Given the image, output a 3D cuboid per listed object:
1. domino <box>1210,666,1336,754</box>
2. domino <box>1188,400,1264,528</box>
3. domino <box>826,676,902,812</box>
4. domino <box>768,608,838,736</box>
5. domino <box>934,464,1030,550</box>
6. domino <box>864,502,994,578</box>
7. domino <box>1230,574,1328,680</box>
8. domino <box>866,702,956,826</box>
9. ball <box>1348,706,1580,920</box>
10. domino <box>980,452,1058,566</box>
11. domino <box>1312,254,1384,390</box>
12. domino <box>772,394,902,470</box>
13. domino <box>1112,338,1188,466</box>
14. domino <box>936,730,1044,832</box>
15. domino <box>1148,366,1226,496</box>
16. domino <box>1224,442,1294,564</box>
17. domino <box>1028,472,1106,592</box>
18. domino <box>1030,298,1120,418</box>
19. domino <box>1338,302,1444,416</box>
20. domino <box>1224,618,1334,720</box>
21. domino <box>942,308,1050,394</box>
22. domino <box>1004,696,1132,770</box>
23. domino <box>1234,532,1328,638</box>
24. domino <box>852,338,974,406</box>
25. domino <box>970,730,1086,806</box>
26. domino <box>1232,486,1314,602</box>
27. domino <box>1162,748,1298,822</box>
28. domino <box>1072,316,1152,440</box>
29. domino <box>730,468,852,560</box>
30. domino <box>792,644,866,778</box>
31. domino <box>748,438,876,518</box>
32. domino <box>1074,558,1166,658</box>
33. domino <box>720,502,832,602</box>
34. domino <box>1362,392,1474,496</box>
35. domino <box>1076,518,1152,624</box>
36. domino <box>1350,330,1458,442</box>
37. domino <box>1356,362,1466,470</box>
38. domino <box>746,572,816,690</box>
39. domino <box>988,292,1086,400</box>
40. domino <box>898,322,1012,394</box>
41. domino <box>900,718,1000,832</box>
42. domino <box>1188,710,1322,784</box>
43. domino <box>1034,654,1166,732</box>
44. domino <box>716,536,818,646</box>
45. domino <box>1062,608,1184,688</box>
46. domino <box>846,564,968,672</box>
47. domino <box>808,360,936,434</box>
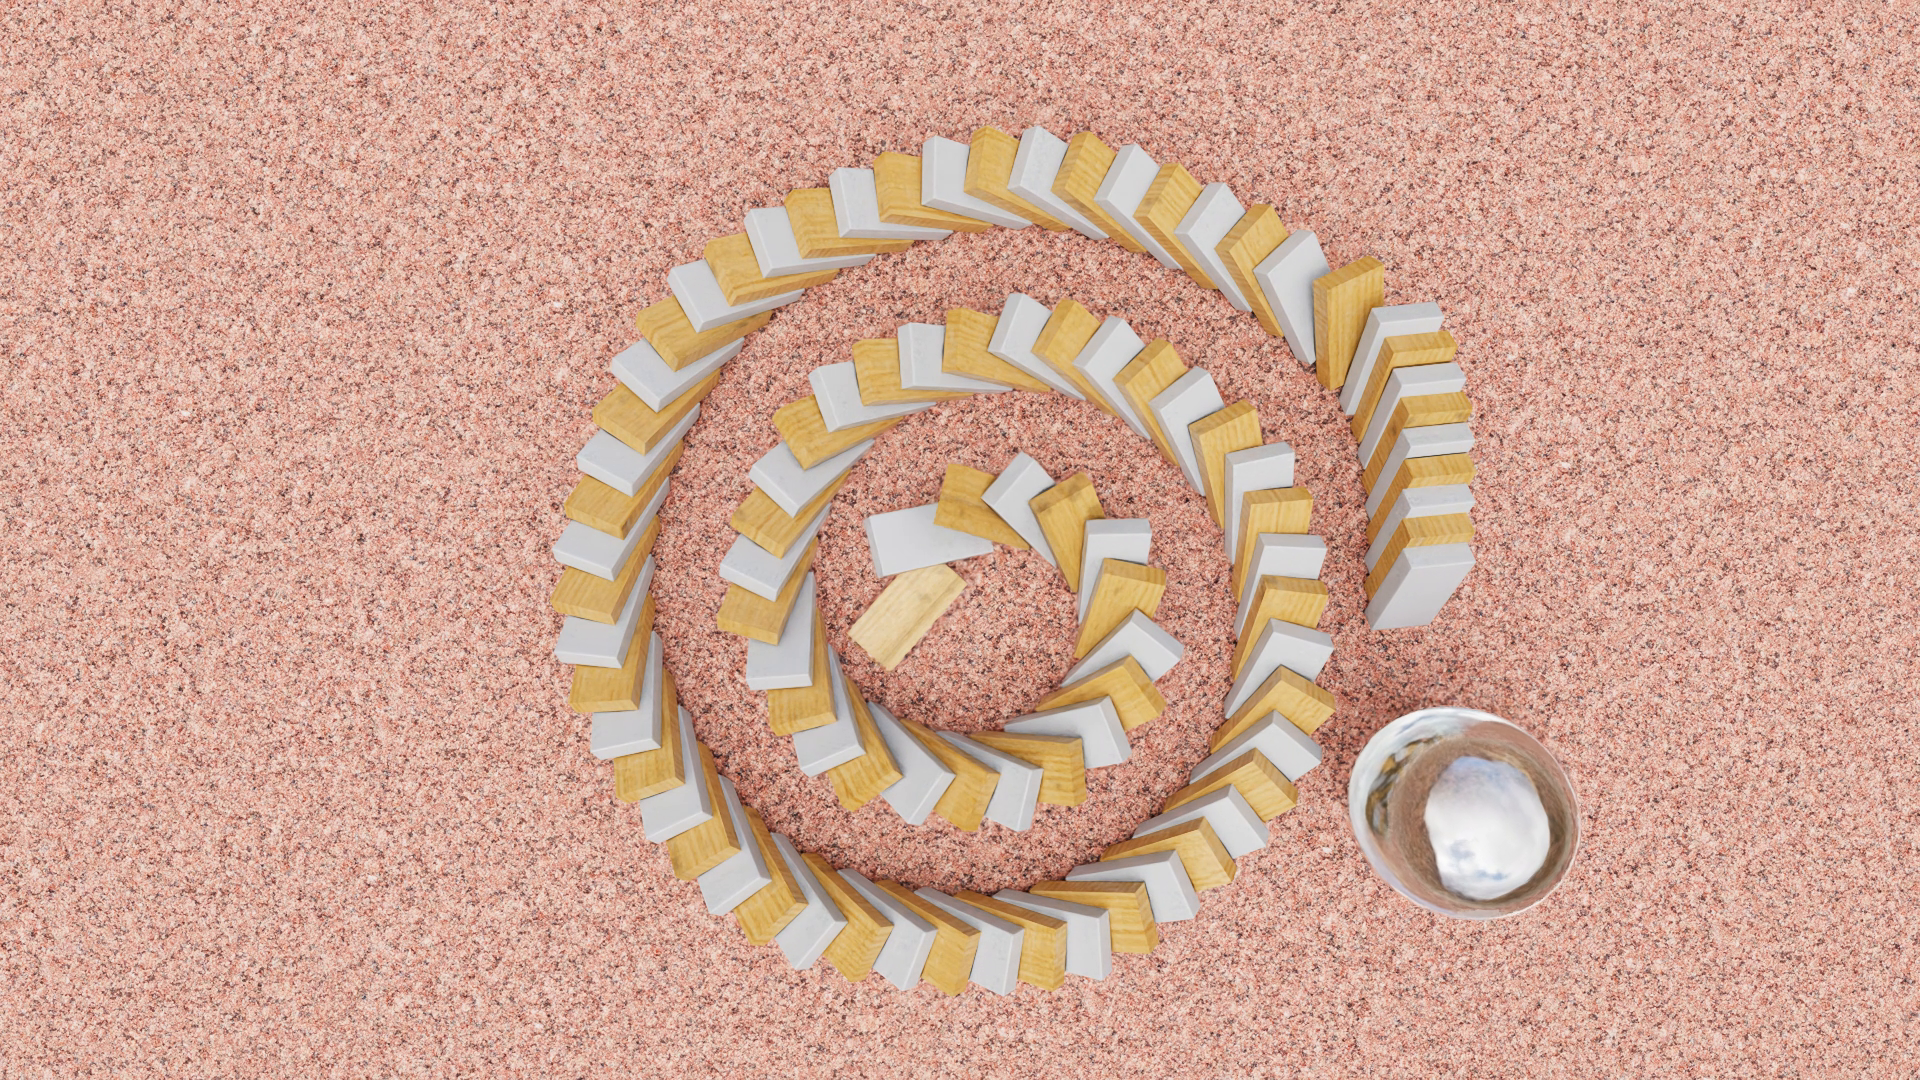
[{"bbox_3d":[0.129,0.077,0.382,0.025,0.010,0.050,29,125,0],"label":"domino"},{"bbox_3d":[0.113,-0.031,0.381,0.025,0.010,0.050,-25,126,0],"label":"domino"},{"bbox_3d":[-0.046,0.084,0.381,0.025,0.010,0.050,-35,52,0],"label":"domino"},{"bbox_3d":[-0.067,0.054,0.381,0.025,0.009,0.050,-14,53,0],"label":"domino"},{"bbox_3d":[0.012,-0.013,0.379,0.010,0.050,0.025,13,89,44],"label":"domino"},{"bbox_3d":[-0.013,-0.002,0.385,0.050,0.009,0.025,-12,85,-22],"label":"domino"},{"bbox_3d":[0.132,0.038,0.382,0.025,0.010,0.050,6,125,0],"label":"domino"},{"bbox_3d":[-0.027,0.092,0.381,0.050,0.010,0.025,35,90,38],"label":"domino"},{"bbox_3d":[0.196,0.106,0.360,0.080,0.080,0.080,0,90,0],"label":"ball"},{"bbox_3d":[0.033,-0.012,0.380,0.025,0.009,0.050,-49,133,0],"label":"domino"},{"bbox_3d":[0.161,-0.089,0.379,0.025,0.009,0.050,-25,133,-1],"label":"domino"},{"bbox_3d":[-0.050,-0.051,0.381,0.050,0.010,0.025,-32,90,-37],"label":"domino"},{"bbox_3d":[0.087,-0.057,0.382,0.025,0.009,0.050,-43,125,0],"label":"domino"},{"bbox_3d":[0.009,0.099,0.381,0.050,0.010,0.025,13,91,38],"label":"domino"},{"bbox_3d":[0.100,-0.045,0.382,0.025,0.009,0.050,-37,125,0],"label":"domino"},{"bbox_3d":[0.124,-0.015,0.382,0.025,0.010,0.050,-12,125,-1],"label":"domino"},{"bbox_3d":[0.049,-0.002,0.380,0.025,0.010,0.050,-29,131,0],"label":"domino"},{"bbox_3d":[0.055,-0.075,0.382,0.050,0.010,0.025,31,89,-36],"label":"domino"},{"bbox_3d":[0.176,-0.074,0.377,0.025,0.050,0.010,-6,53,0],"label":"domino"},{"bbox_3d":[0.132,0.057,0.382,0.025,0.009,0.050,15,125,0],"label":"domino"},{"bbox_3d":[0.017,-0.078,0.382,0.050,0.009,0.025,6,90,-36],"label":"domino"},{"bbox_3d":[0.044,0.083,0.381,0.050,0.010,0.025,-22,90,38],"label":"domino"},{"bbox_3d":[0.133,0.021,0.382,0.025,0.010,0.050,3,125,0],"label":"domino"},{"bbox_3d":[-0.019,-0.070,0.382,0.050,0.009,0.025,-10,90,-36],"label":"domino"},{"bbox_3d":[0.028,0.094,0.381,0.050,0.009,0.025,-5,90,39],"label":"domino"},{"bbox_3d":[0.129,0.003,0.382,0.025,0.009,0.050,-5,125,0],"label":"domino"},{"bbox_3d":[0.112,0.109,0.382,0.025,0.010,0.050,46,125,0],"label":"domino"},{"bbox_3d":[0.071,-0.067,0.382,0.050,0.010,0.025,39,90,-35],"label":"domino"},{"bbox_3d":[-0.070,-0.018,0.382,0.025,0.010,0.050,34,54,0],"label":"domino"},{"bbox_3d":[-0.058,0.070,0.381,0.025,0.009,0.050,-23,53,0],"label":"domino"},{"bbox_3d":[-0.061,-0.034,0.382,0.025,0.010,0.050,43,54,0],"label":"domino"},{"bbox_3d":[0.066,0.031,0.380,0.025,0.009,0.050,12,130,0],"label":"domino"},{"bbox_3d":[-0.076,-0.001,0.381,0.025,0.009,0.050,26,54,1],"label":"domino"},{"bbox_3d":[0.187,-0.039,0.377,0.025,0.050,0.009,-5,54,-1],"label":"domino"},{"bbox_3d":[0.063,0.013,0.380,0.025,0.010,0.050,-1,131,-1],"label":"domino"},{"bbox_3d":[0.181,-0.062,0.377,0.025,0.050,0.010,-6,53,0],"label":"domino"},{"bbox_3d":[0.184,-0.050,0.377,0.025,0.050,0.010,-6,54,0],"label":"domino"},{"bbox_3d":[-0.074,0.037,0.381,0.025,0.009,0.050,-4,53,0],"label":"domino"},{"bbox_3d":[0.037,-0.080,0.381,0.050,0.009,0.025,22,89,-36],"label":"domino"},{"bbox_3d":[-0.001,-0.075,0.382,0.050,0.009,0.025,-4,90,-35],"label":"domino"},{"bbox_3d":[-0.009,0.097,0.381,0.050,0.009,0.025,23,90,37],"label":"domino"},{"bbox_3d":[0.122,0.094,0.382,0.025,0.009,0.050,39,125,-1],"label":"domino"},{"bbox_3d":[0.058,0.069,0.381,0.050,0.010,0.025,-35,91,38],"label":"domino"},{"bbox_3d":[-0.079,0.017,0.381,0.025,0.010,0.050,16,53,1],"label":"domino"},{"bbox_3d":[0.067,0.053,0.381,0.025,0.010,0.050,38,129,0],"label":"domino"},{"bbox_3d":[-0.022,0.029,0.395,0.025,0.010,0.050,41,90,0],"label":"domino"},{"bbox_3d":[-0.036,-0.062,0.381,0.050,0.009,0.025,-19,89,-36],"label":"domino"}]
